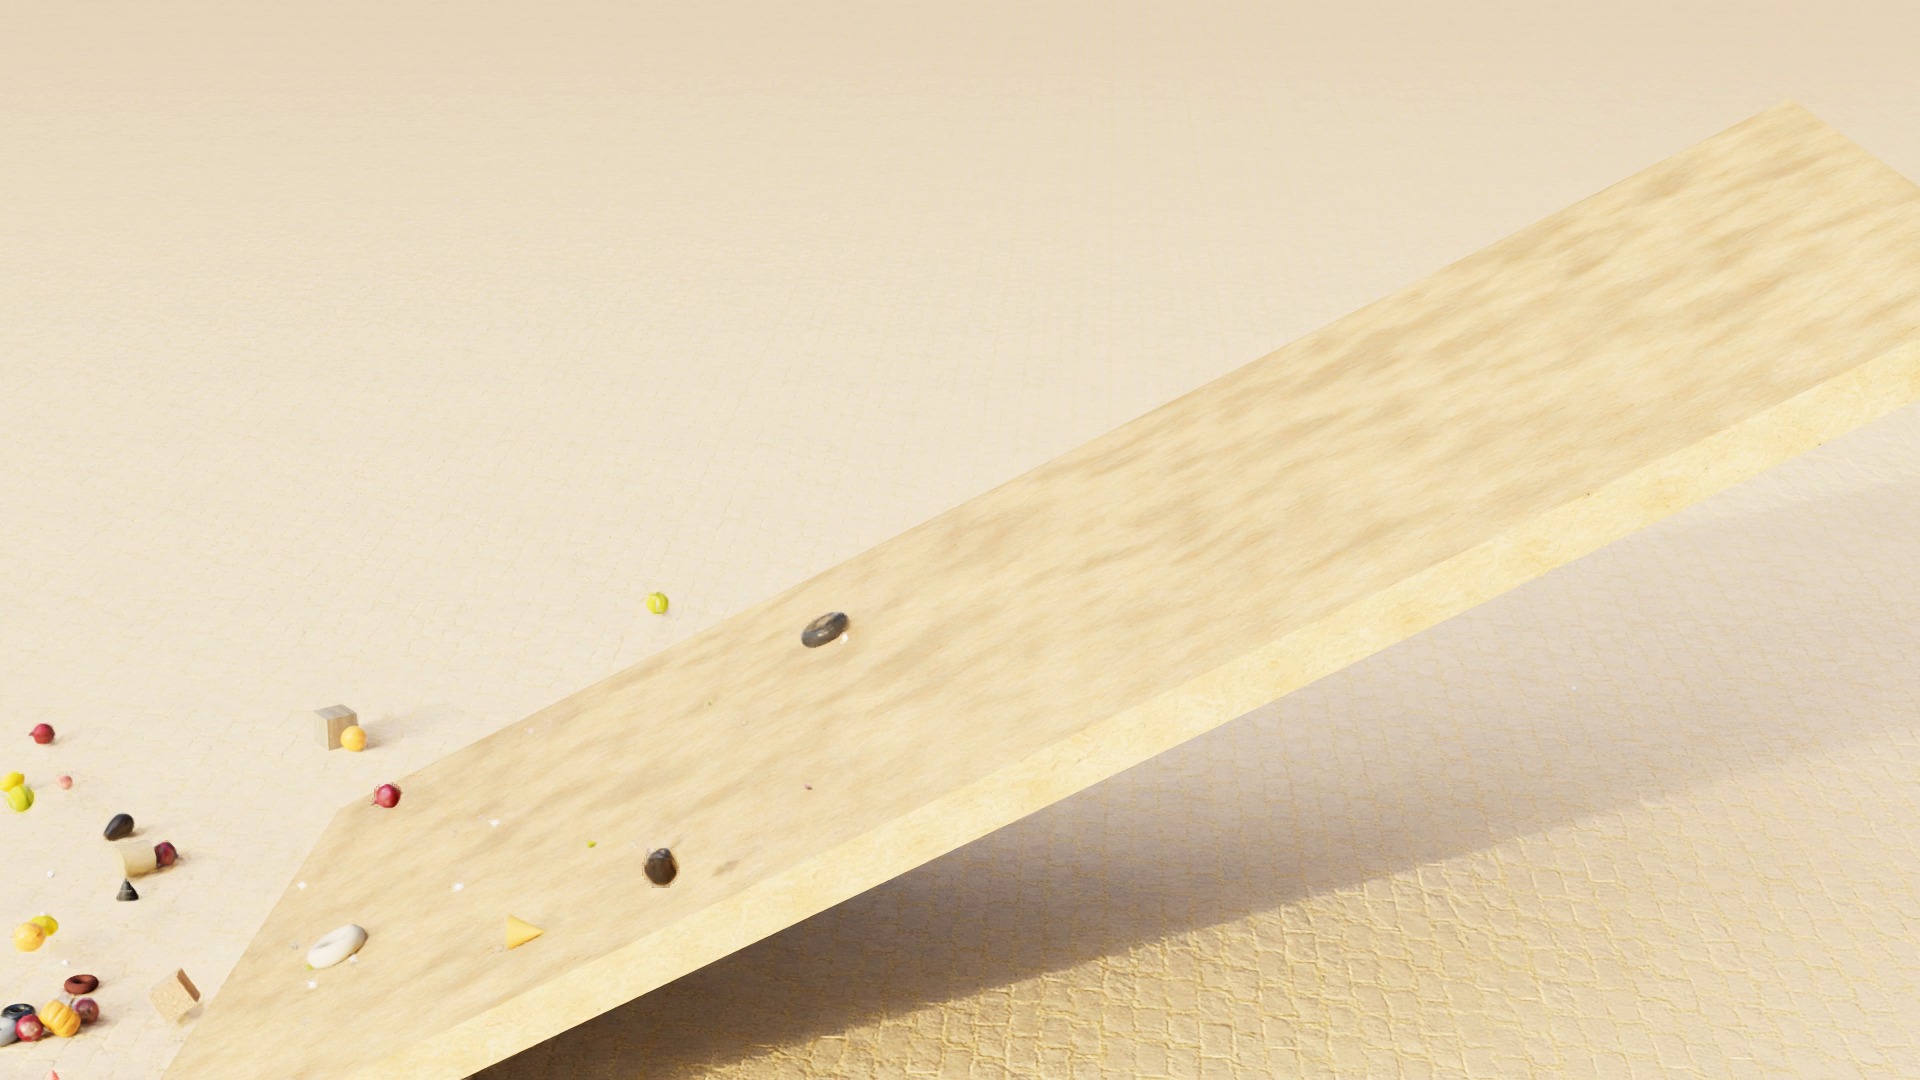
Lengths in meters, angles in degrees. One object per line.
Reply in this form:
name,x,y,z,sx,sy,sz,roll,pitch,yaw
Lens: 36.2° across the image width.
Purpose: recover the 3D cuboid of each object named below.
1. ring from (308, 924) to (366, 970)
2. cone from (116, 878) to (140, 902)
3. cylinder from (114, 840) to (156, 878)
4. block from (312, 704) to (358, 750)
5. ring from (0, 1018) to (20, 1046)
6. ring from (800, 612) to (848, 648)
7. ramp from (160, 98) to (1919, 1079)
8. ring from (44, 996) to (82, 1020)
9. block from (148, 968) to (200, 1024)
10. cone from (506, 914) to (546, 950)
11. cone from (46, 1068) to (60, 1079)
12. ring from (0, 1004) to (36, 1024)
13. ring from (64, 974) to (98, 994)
ring,-1.342,0.876,6.330,0.136,0.045,0.136,-26,14,7
cone,-2.056,0.857,7.257,0.056,0.056,0.056,0,17,0
cylinder,-2.071,0.800,7.382,0.082,0.082,0.082,-13,21,-32
block,-1.755,0.527,8.268,0.092,0.092,0.092,-13,21,-36
ring,-2.141,1.093,6.524,0.109,0.036,0.109,-1,17,0
ring,-0.310,0.205,6.730,0.122,0.041,0.122,-26,15,8
ramp,0.140,0.167,6.281,4.000,0.100,2.000,-26,14,10
ring,-2.028,1.058,6.652,0.082,0.027,0.082,3,19,-1
block,-1.762,1.021,6.598,0.076,0.076,0.076,-34,12,-1
cone,-0.849,0.769,5.775,0.072,0.072,0.072,-2,17,0
cone,-1.927,1.156,6.250,0.077,0.077,0.077,0,17,0
ring,-2.122,1.067,6.626,0.077,0.026,0.077,1,16,0
ring,-2.023,1.023,6.770,0.077,0.026,0.077,0,16,0
